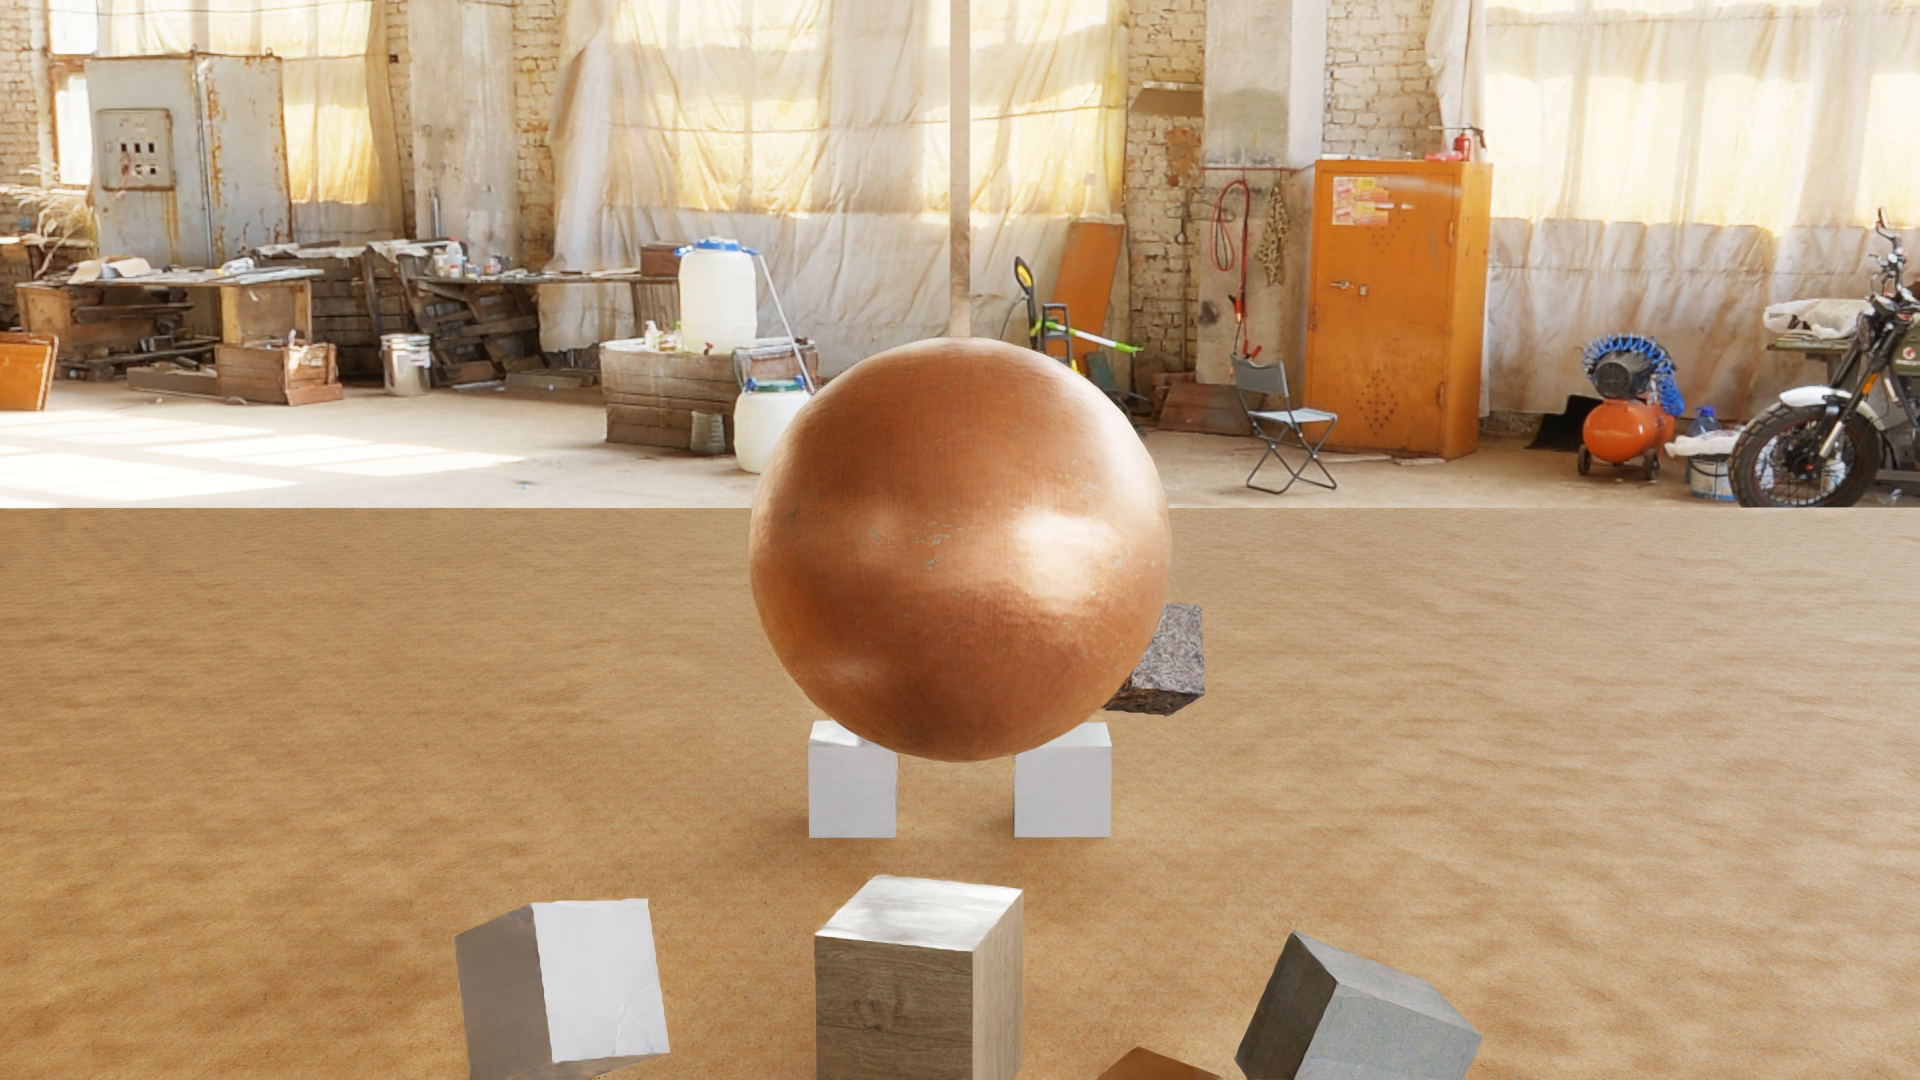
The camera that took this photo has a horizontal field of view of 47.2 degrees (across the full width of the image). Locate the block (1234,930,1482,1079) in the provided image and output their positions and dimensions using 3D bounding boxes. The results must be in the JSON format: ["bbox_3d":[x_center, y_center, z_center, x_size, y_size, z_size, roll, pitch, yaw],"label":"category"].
[{"bbox_3d":[1.381,1.776,7.689,0.567,0.515,0.506,22,6,-12],"label":"block"}]

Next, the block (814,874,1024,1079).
[{"bbox_3d":[-0.140,1.714,8.152,0.588,0.710,0.686,3,11,16],"label":"block"}]

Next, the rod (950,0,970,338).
[{"bbox_3d":[0.000,-3.200,9.351,0.080,5.200,0.080,0,-18,0],"label":"rod"}]

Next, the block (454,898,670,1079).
[{"bbox_3d":[-1.455,1.653,8.017,0.508,0.562,0.509,8,-26,-45],"label":"block"}]

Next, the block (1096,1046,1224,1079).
[{"bbox_3d":[0.611,1.942,6.798,0.444,0.493,0.448,-32,16,-26],"label":"block"}]

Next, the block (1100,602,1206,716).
[{"bbox_3d":[0.811,0.503,9.413,0.337,0.393,0.348,7,-22,-20],"label":"block"}]

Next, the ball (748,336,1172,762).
[{"bbox_3d":[0.000,0.036,8.308,1.600,1.600,1.600,0,10,0],"label":"ball"}]

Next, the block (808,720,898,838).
[{"bbox_3d":[-0.549,1.237,11.417,0.440,0.481,0.494,0,10,0],"label":"block"}]

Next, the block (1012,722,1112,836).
[{"bbox_3d":[0.524,1.239,11.414,0.491,0.478,0.468,0,10,0],"label":"block"}]
